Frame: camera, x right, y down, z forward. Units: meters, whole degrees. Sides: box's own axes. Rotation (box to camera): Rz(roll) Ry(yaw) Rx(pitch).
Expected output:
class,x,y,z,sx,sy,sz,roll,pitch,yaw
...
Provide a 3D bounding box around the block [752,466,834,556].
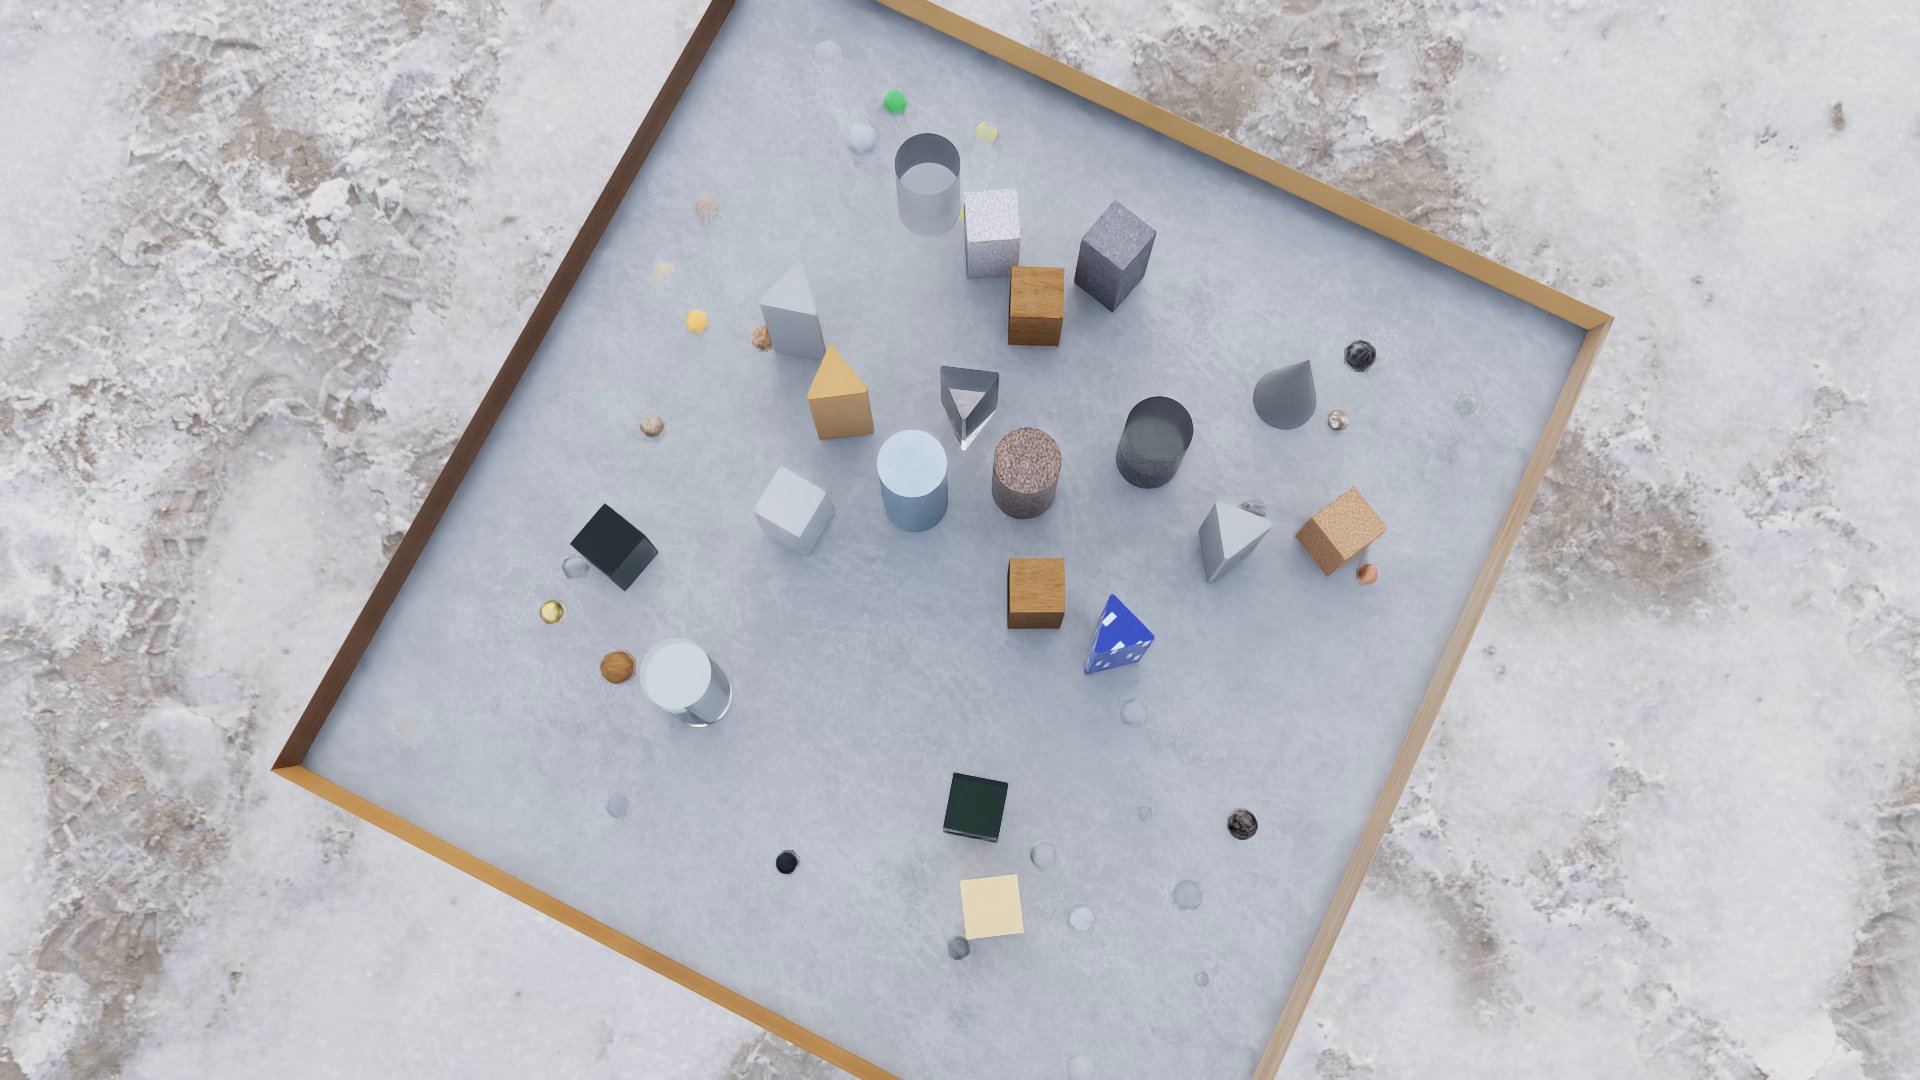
class,x,y,z,sx,sy,sz,roll,pitch,yaw
block,-0.496,-0.084,5.487,0.158,0.289,0.158,29,80,6

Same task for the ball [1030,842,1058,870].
class,x,y,z,sx,sy,sz,roll,pitch,yaw
ball,0.247,0.928,5.383,0.080,0.080,0.080,0,78,0

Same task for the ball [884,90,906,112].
class,x,y,z,sx,sy,sz,roll,pitch,yaw
ball,-0.208,-1.405,5.871,0.072,0.072,0.072,0,78,0

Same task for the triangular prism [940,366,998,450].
class,x,y,z,sx,sy,sz,roll,pitch,yaw
triangular prism,0.003,-0.425,5.519,0.149,0.364,0.172,36,81,7

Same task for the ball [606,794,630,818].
class,x,y,z,sx,sy,sz,roll,pitch,yaw
ball,-1.011,0.788,5.418,0.069,0.069,0.069,0,78,0

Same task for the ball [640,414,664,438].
class,x,y,z,sx,sy,sz,roll,pitch,yaw
ball,-0.951,-0.353,5.653,0.071,0.071,0.071,0,78,0

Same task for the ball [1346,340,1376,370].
class,x,y,z,sx,sy,sz,roll,pitch,yaw
ball,1.244,-0.574,5.688,0.093,0.093,0.093,0,78,0

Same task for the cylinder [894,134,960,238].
class,x,y,z,sx,sy,sz,roll,pitch,yaw
cylinder,-0.097,-1.092,5.664,0.198,0.350,0.198,0,78,0

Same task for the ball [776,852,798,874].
class,x,y,z,sx,sy,sz,roll,pitch,yaw
ball,-0.510,0.949,5.386,0.066,0.066,0.066,0,78,0

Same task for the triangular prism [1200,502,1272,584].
class,x,y,z,sx,sy,sz,roll,pitch,yaw
triangular prism,0.780,-0.015,5.423,0.172,0.385,0.149,-37,81,-7

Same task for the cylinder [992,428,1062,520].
class,x,y,z,sx,sy,sz,roll,pitch,yaw
cylinder,0.196,-0.195,5.479,0.198,0.348,0.198,0,78,0

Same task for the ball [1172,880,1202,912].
class,x,y,z,sx,sy,sz,roll,pitch,yaw
ball,0.663,1.039,5.356,0.090,0.090,0.090,0,78,0

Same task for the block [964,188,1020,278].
class,x,y,z,sx,sy,sz,roll,pitch,yaw
block,0.097,-0.941,5.648,0.158,0.321,0.158,-4,78,-1

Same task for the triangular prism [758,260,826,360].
class,x,y,z,sx,sy,sz,roll,pitch,yaw
triangular prism,-0.483,-0.696,5.532,0.172,0.447,0.149,12,79,2

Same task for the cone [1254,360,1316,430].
class,x,y,z,sx,sy,sz,roll,pitch,yaw
cone,1.012,-0.481,5.504,0.198,0.415,0.198,0,78,0

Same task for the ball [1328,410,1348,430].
class,x,y,z,sx,sy,sz,roll,pitch,yaw
ball,1.166,-0.371,5.661,0.064,0.064,0.064,0,78,0

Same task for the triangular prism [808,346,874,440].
class,x,y,z,sx,sy,sz,roll,pitch,yaw
triangular prism,-0.362,-0.442,5.474,0.172,0.458,0.149,-8,78,-2

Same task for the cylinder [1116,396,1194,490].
class,x,y,z,sx,sy,sz,roll,pitch,yaw
cylinder,0.581,-0.289,5.501,0.198,0.343,0.198,0,78,0

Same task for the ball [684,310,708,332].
class,x,y,z,sx,sy,sz,roll,pitch,yaw
ball,-0.823,-0.685,5.722,0.072,0.072,0.072,0,78,0

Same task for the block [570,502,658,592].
class,x,y,z,sx,sy,sz,roll,pitch,yaw
block,-1.032,0.024,5.487,0.158,0.243,0.158,38,81,7

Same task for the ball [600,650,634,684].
class,x,y,z,sx,sy,sz,roll,pitch,yaw
ball,-1.026,0.381,5.487,0.099,0.099,0.099,0,78,0

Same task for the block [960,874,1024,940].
class,x,y,z,sx,sy,sz,roll,pitch,yaw
block,0.087,1.044,5.212,0.158,0.369,0.158,-6,78,-1

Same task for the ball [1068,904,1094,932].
class,x,y,z,sx,sy,sz,roll,pitch,yaw
ball,0.352,1.104,5.349,0.076,0.076,0.076,0,78,0

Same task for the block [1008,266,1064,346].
class,x,y,z,sx,sy,sz,roll,pitch,yaw
block,0.232,-0.715,5.623,0.158,0.276,0.158,2,78,0

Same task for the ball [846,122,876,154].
class,x,y,z,sx,sy,sz,roll,pitch,yaw
ball,-0.312,-1.279,5.833,0.095,0.095,0.095,0,78,0

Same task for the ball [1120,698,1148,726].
class,x,y,z,sx,sy,sz,roll,pitch,yaw
ball,0.518,0.515,5.468,0.082,0.082,0.082,0,78,0

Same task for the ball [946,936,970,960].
class,x,y,z,sx,sy,sz,roll,pitch,yaw
ball,-0.004,1.190,5.335,0.068,0.068,0.068,0,78,0

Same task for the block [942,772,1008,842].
class,x,y,z,sx,sy,sz,roll,pitch,yaw
block,0.045,0.777,5.303,0.158,0.299,0.158,11,79,2

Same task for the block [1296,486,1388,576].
class,x,y,z,sx,sy,sz,roll,pitch,yaw
block,1.138,-0.023,5.482,0.158,0.272,0.158,-35,80,-7

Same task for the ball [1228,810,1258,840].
class,x,y,z,sx,sy,sz,roll,pitch,yaw
ball,0.832,0.839,5.398,0.087,0.087,0.087,0,78,0

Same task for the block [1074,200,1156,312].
class,x,y,z,sx,sy,sz,roll,pitch,yaw
block,0.470,-0.862,5.600,0.158,0.382,0.158,39,81,7

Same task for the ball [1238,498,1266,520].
class,x,y,z,sx,sy,sz,roll,pitch,yaw
ball,0.891,-0.083,5.589,0.088,0.088,0.088,0,78,0

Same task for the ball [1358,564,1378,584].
class,x,y,z,sx,sy,sz,roll,pitch,yaw
ball,1.239,0.104,5.563,0.062,0.062,0.062,0,78,0

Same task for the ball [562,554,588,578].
class,x,y,z,sx,sy,sz,roll,pitch,yaw
ball,-1.169,0.081,5.561,0.075,0.075,0.075,0,78,0

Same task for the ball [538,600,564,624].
class,x,y,z,sx,sy,sz,roll,pitch,yaw
ball,-1.235,0.218,5.535,0.072,0.072,0.072,0,78,0

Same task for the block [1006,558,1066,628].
class,x,y,z,sx,sy,sz,roll,pitch,yaw
block,0.223,0.161,5.428,0.158,0.303,0.158,0,78,0

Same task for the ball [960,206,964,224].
class,x,y,z,sx,sy,sz,roll,pitch,yaw
ball,0.033,-1.027,5.778,0.072,0.072,0.072,0,78,0

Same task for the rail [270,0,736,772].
class,x,y,z,sx,sy,sz,roll,pitch,yaw
rail,-1.312,-0.636,5.681,0.045,0.129,3.040,26,80,5

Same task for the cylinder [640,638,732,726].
class,x,y,z,sx,sy,sz,roll,pitch,yaw
cylinder,-0.785,0.416,5.289,0.198,0.474,0.198,0,78,0

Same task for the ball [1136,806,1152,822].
class,x,y,z,sx,sy,sz,roll,pitch,yaw
ball,0.547,0.810,5.426,0.046,0.046,0.046,0,78,0

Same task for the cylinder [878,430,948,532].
class,x,y,z,sx,sy,sz,roll,pitch,yaw
cylinder,-0.136,-0.169,5.411,0.198,0.471,0.198,0,78,0

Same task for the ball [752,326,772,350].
class,x,y,z,sx,sy,sz,roll,pitch,yaw
ball,-0.615,-0.630,5.707,0.071,0.071,0.071,0,78,0

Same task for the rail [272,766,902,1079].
class,x,y,z,sx,sy,sz,roll,pitch,yaw
rail,-0.669,1.317,5.277,2.982,0.129,0.045,26,80,5

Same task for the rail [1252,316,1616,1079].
class,x,y,z,sx,sy,sz,roll,pitch,yaw
rail,1.312,0.649,5.415,0.045,0.129,3.040,26,80,5

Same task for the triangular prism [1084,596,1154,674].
class,x,y,z,sx,sy,sz,roll,pitch,yaw
triangular prism,0.442,0.268,5.334,0.172,0.445,0.149,-13,79,-3

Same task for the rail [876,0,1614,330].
class,x,y,z,sx,sy,sz,roll,pitch,yaw
rail,0.669,-1.304,5.820,2.982,0.129,0.045,26,80,5
